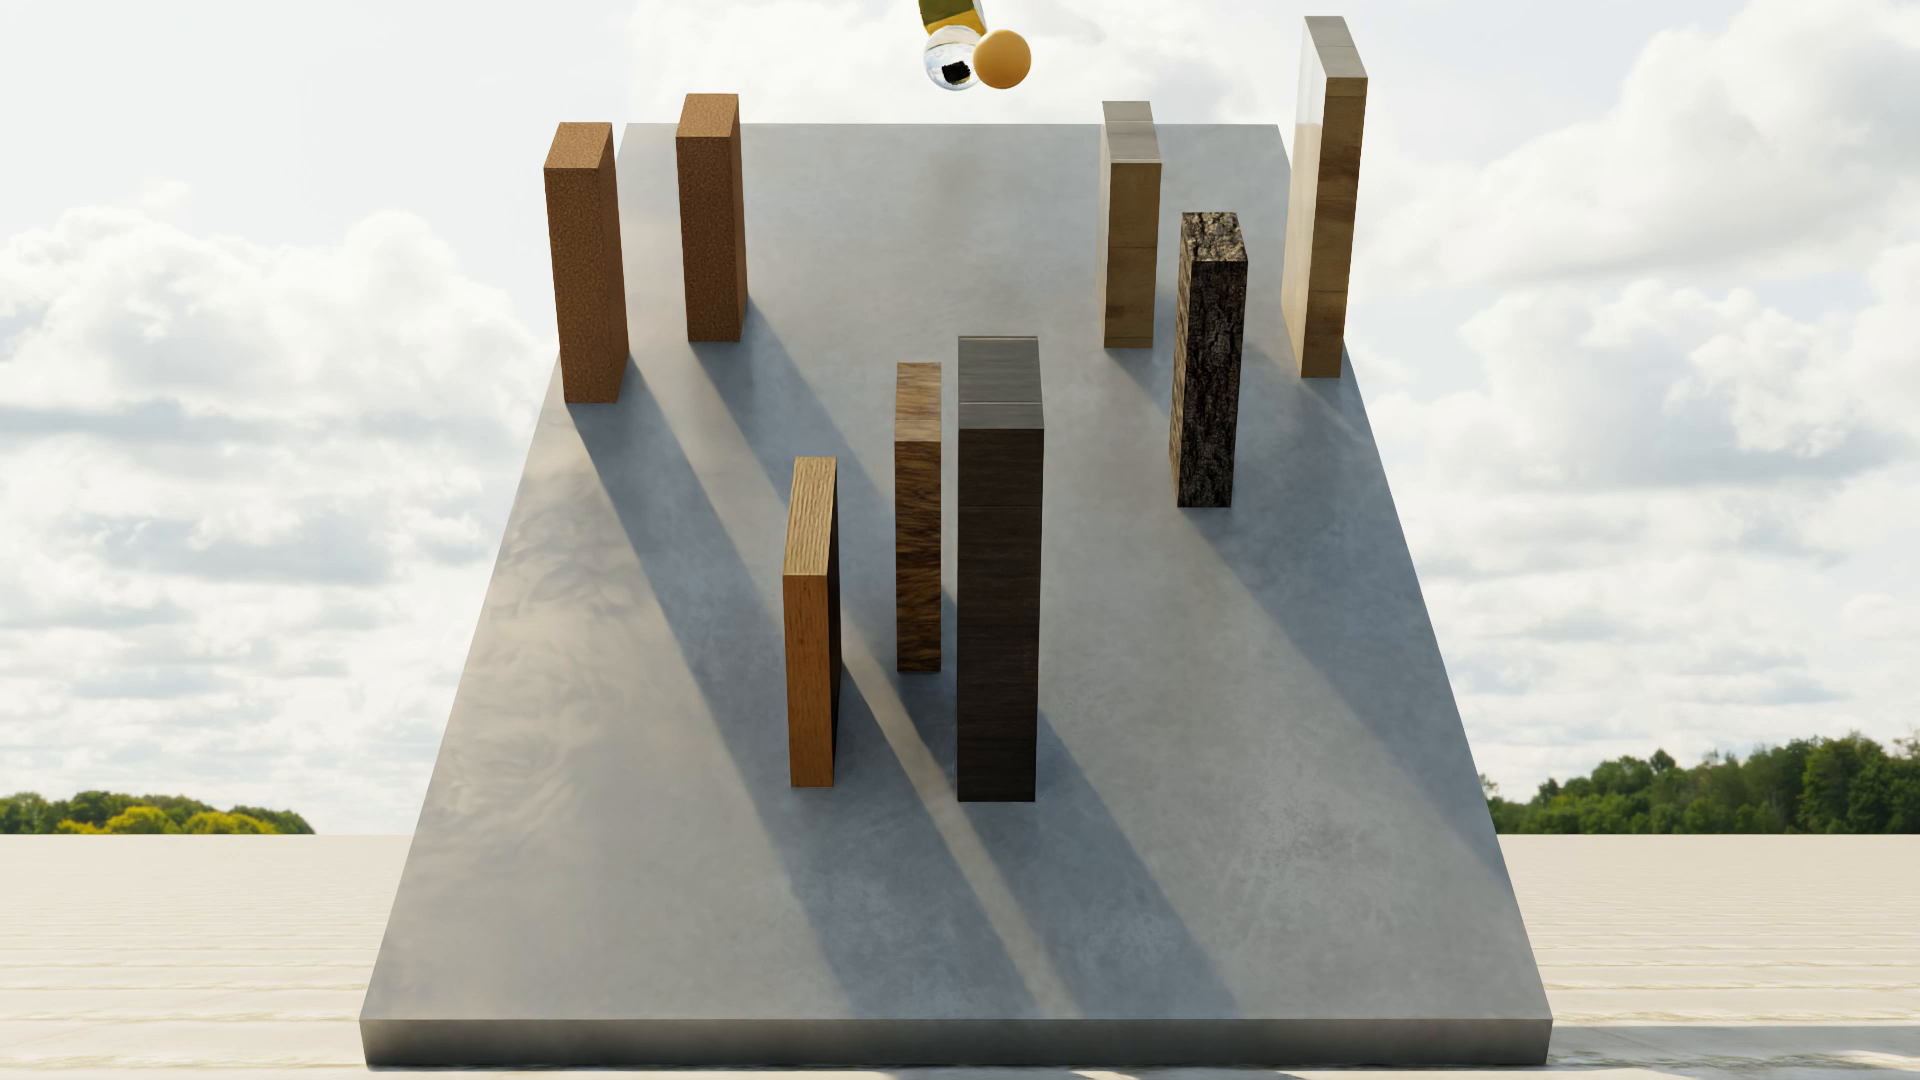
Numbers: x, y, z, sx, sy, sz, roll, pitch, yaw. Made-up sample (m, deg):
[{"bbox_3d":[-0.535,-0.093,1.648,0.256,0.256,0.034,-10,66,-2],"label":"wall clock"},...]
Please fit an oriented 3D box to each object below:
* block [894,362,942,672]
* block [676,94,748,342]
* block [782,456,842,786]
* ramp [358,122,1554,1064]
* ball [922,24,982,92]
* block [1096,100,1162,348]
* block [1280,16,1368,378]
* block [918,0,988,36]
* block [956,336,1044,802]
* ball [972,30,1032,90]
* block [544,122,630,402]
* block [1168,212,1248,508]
[{"bbox_3d":[-0.083,-0.047,4.956,0.089,0.535,0.331,0,31,0],"label":"block"},{"bbox_3d":[-0.628,-0.820,6.198,0.132,0.557,0.290,0,31,0],"label":"block"},{"bbox_3d":[-0.281,0.153,4.684,0.080,0.475,0.432,0,31,0],"label":"block"},{"bbox_3d":[-0.014,-0.197,5.811,2.000,0.100,4.000,0,31,0],"label":"ramp"},{"bbox_3d":[-0.013,-1.418,7.166,0.194,0.194,0.194,0,-7,0],"label":"ball"},{"bbox_3d":[0.428,-0.811,6.242,0.123,0.503,0.414,0,31,0],"label":"block"},{"bbox_3d":[0.897,-0.849,6.038,0.097,0.784,0.425,0,31,0],"label":"block"},{"bbox_3d":[-0.026,-1.647,7.571,0.167,0.167,0.167,-17,-24,11],"label":"block"},{"bbox_3d":[0.069,0.059,4.529,0.146,0.800,0.354,0,31,0],"label":"block"},{"bbox_3d":[0.120,-1.373,6.958,0.170,0.170,0.170,0,-7,0],"label":"ball"},{"bbox_3d":[-0.900,-0.669,5.894,0.126,0.614,0.282,0,31,0],"label":"block"},{"bbox_3d":[0.554,-0.402,5.468,0.121,0.611,0.257,0,31,0],"label":"block"}]
